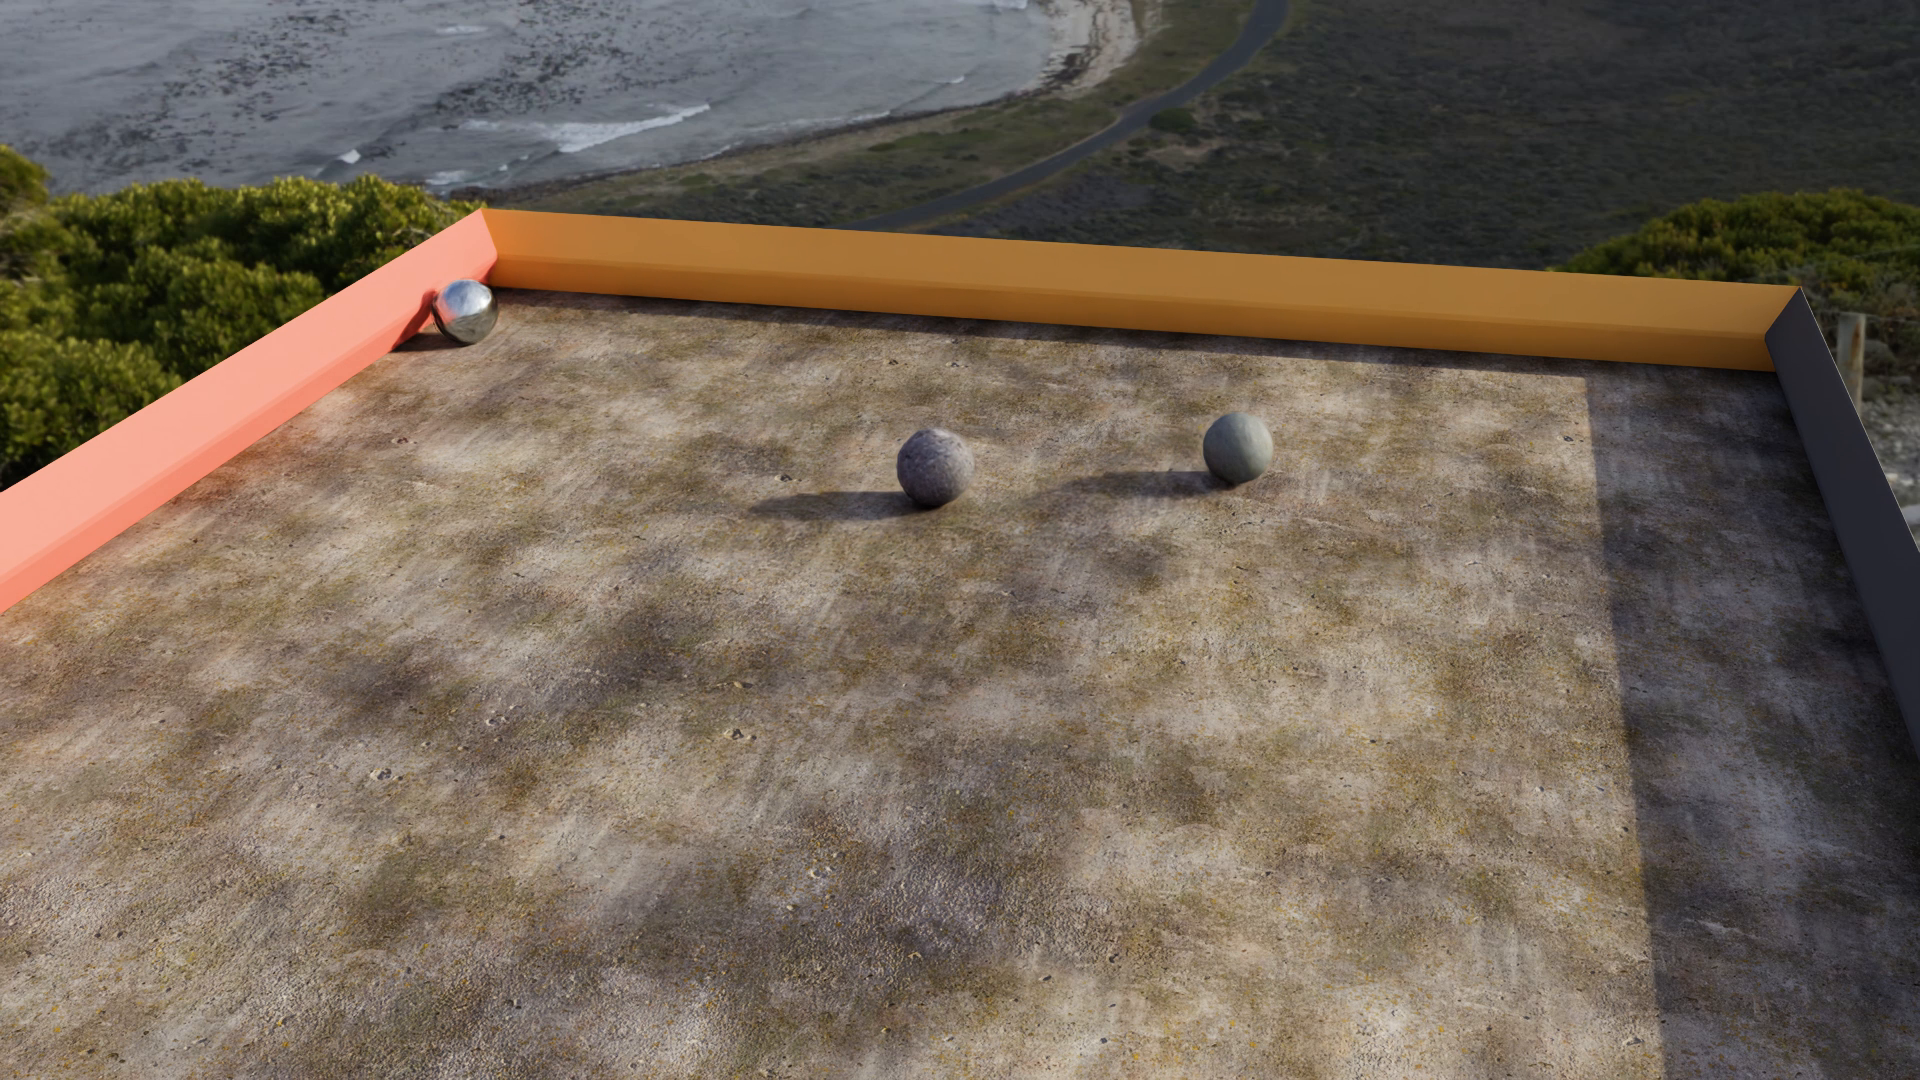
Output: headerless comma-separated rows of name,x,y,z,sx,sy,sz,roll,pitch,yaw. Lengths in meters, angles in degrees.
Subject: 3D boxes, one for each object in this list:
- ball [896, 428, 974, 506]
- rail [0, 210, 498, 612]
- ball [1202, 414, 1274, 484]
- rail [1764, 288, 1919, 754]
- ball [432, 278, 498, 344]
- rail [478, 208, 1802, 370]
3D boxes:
ball,-0.031,-0.088,2.668,0.094,0.094,0.094,0,23,0
rail,-1.162,0.267,1.787,0.045,0.126,3.852,5,24,12
ball,0.346,-0.114,2.736,0.088,0.088,0.088,0,23,0
rail,0.741,0.434,1.395,0.045,0.126,3.852,5,24,12
ball,-0.732,-0.339,3.255,0.097,0.097,0.097,0,23,0
rail,0.205,-0.375,3.300,1.998,0.126,0.045,5,24,12
